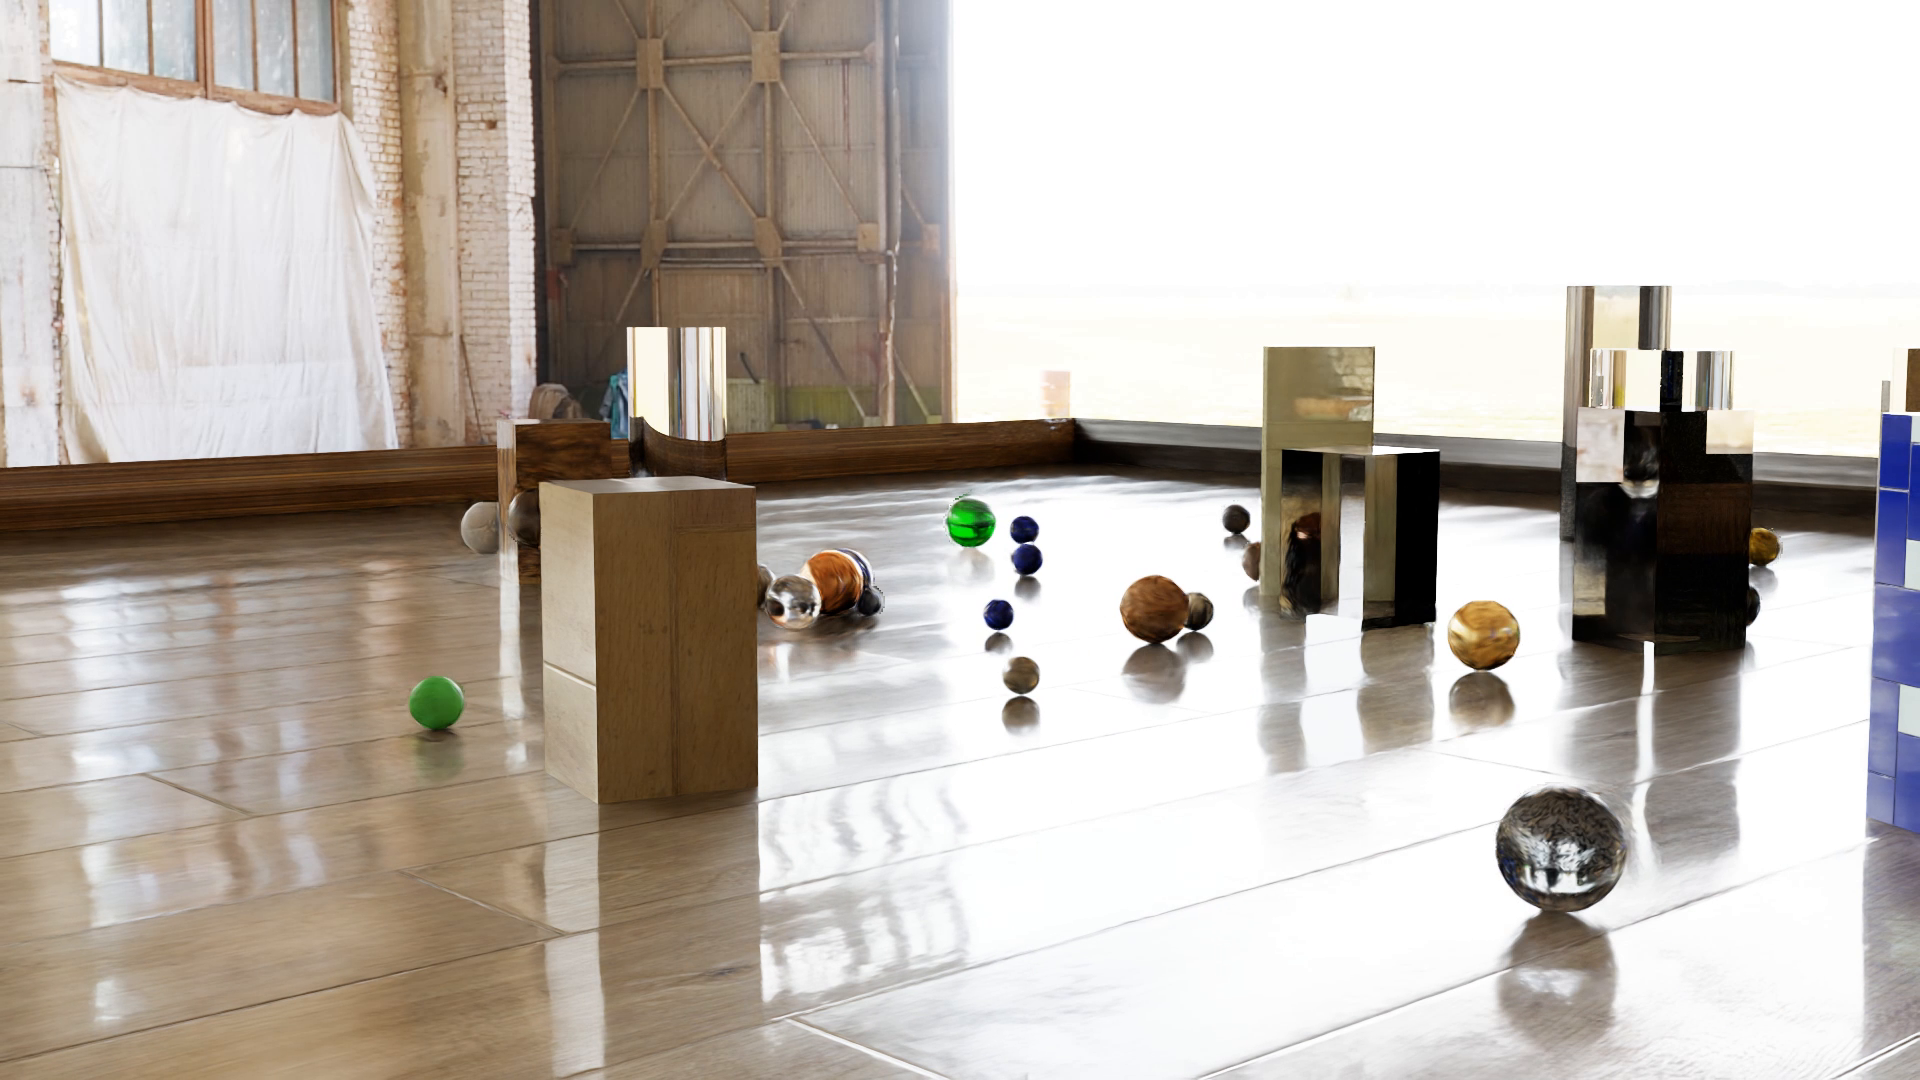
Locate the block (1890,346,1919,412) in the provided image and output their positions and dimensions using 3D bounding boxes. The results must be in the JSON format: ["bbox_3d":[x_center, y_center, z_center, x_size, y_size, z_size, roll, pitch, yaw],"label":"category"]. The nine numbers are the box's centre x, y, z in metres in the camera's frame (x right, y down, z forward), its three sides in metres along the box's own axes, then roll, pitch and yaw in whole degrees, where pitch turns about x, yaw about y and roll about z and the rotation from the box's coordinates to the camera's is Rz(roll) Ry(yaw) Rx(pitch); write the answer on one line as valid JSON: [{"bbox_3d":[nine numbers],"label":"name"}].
[{"bbox_3d":[1.483,-0.093,3.291,0.157,0.389,0.157,2,6,15],"label":"block"}]

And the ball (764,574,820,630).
[{"bbox_3d":[-0.233,0.087,3.065,0.079,0.079,0.079,0,6,0],"label":"ball"}]

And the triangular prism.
[{"bbox_3d":[0.559,-0.115,3.501,0.170,0.389,0.147,0,6,1],"label":"triangular prism"}]

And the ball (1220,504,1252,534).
[{"bbox_3d":[0.550,-0.042,4.381,0.062,0.062,0.062,0,6,0],"label":"ball"}]

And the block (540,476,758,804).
[{"bbox_3d":[-0.295,0.088,2.081,0.157,0.282,0.157,-3,7,-28],"label":"block"}]

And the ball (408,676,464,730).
[{"bbox_3d":[-0.557,0.173,2.340,0.057,0.057,0.057,0,6,0],"label":"ball"}]

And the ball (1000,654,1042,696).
[{"bbox_3d":[0.071,0.156,2.549,0.047,0.047,0.047,0,6,0],"label":"ball"}]

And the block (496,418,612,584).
[{"bbox_3d":[-0.676,-0.068,3.667,0.157,0.261,0.157,-2,6,-22],"label":"block"}]

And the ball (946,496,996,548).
[{"bbox_3d":[0.021,-0.033,4.123,0.096,0.096,0.096,0,6,0],"label":"ball"}]

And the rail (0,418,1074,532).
[{"bbox_3d":[-1.420,-0.127,4.862,4.822,0.128,0.045,-5,8,-42],"label":"rail"}]

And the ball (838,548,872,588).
[{"bbox_3d":[-0.176,0.057,3.302,0.089,0.089,0.089,0,6,0],"label":"ball"}]

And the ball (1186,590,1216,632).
[{"bbox_3d":[0.327,0.099,3.057,0.056,0.056,0.056,0,6,0],"label":"ball"}]

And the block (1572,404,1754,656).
[{"bbox_3d":[0.933,-0.018,2.925,0.157,0.315,0.157,-3,7,-24],"label":"block"}]

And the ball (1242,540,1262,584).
[{"bbox_3d":[0.496,0.035,3.597,0.072,0.072,0.072,0,6,0],"label":"ball"}]

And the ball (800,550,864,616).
[{"bbox_3d":[-0.187,0.062,3.175,0.095,0.095,0.095,0,6,0],"label":"ball"}]

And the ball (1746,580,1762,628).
[{"bbox_3d":[1.064,0.088,3.040,0.082,0.082,0.082,0,6,0],"label":"ball"}]

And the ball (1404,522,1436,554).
[{"bbox_3d":[0.840,-0.003,4.023,0.058,0.058,0.058,0,6,0],"label":"ball"}]

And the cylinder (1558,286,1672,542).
[{"bbox_3d":[1.264,-0.243,4.241,0.197,0.491,0.197,0,6,0],"label":"cylinder"}]

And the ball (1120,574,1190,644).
[{"bbox_3d":[0.260,0.092,2.938,0.094,0.094,0.094,0,6,0],"label":"ball"}]

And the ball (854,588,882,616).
[{"bbox_3d":[-0.134,0.090,3.208,0.042,0.042,0.042,0,6,0],"label":"ball"}]

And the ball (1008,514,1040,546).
[{"bbox_3d":[0.122,-0.018,4.154,0.061,0.061,0.061,0,6,0],"label":"ball"}]

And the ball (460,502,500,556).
[{"bbox_3d":[-0.860,-0.022,4.009,0.098,0.098,0.098,0,6,0],"label":"ball"}]

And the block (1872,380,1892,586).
[{"bbox_3d":[1.588,-0.089,3.528,0.157,0.333,0.157,-4,7,-36],"label":"block"}]

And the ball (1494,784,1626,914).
[{"bbox_3d":[0.445,0.229,1.630,0.095,0.095,0.095,0,6,0],"label":"ball"}]

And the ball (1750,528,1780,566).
[{"bbox_3d":[1.393,0.013,3.828,0.066,0.066,0.066,0,6,0],"label":"ball"}]

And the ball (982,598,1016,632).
[{"bbox_3d":[0.054,0.104,3.057,0.047,0.047,0.047,0,6,0],"label":"ball"}]

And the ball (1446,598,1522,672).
[{"bbox_3d":[0.648,0.117,2.720,0.090,0.090,0.090,0,6,0],"label":"ball"}]

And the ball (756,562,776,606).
[{"bbox_3d":[-0.310,0.067,3.312,0.067,0.067,0.067,0,6,0],"label":"ball"}]

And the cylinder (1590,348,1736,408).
[{"bbox_3d":[1.000,-0.078,3.150,0.197,0.389,0.197,0,6,0],"label":"cylinder"}]

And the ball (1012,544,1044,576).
[{"bbox_3d":[0.115,0.032,3.706,0.054,0.054,0.054,0,6,0],"label":"ball"}]

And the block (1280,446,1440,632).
[{"bbox_3d":[0.572,-0.006,3.153,0.157,0.246,0.157,-5,8,-38],"label":"block"}]

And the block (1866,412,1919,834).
[{"bbox_3d":[0.896,0.073,1.869,0.157,0.356,0.157,-2,6,-15],"label":"block"}]

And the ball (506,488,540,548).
[{"bbox_3d":[-0.678,-0.036,3.532,0.097,0.097,0.097,0,6,0],"label":"ball"}]

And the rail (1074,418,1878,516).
[{"bbox_3d":[1.755,-0.135,4.942,0.045,0.128,4.234,-5,8,-42],"label":"rail"}]

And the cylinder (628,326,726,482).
[{"bbox_3d":[-0.571,-0.224,4.446,0.197,0.410,0.197,0,6,0],"label":"cylinder"}]
